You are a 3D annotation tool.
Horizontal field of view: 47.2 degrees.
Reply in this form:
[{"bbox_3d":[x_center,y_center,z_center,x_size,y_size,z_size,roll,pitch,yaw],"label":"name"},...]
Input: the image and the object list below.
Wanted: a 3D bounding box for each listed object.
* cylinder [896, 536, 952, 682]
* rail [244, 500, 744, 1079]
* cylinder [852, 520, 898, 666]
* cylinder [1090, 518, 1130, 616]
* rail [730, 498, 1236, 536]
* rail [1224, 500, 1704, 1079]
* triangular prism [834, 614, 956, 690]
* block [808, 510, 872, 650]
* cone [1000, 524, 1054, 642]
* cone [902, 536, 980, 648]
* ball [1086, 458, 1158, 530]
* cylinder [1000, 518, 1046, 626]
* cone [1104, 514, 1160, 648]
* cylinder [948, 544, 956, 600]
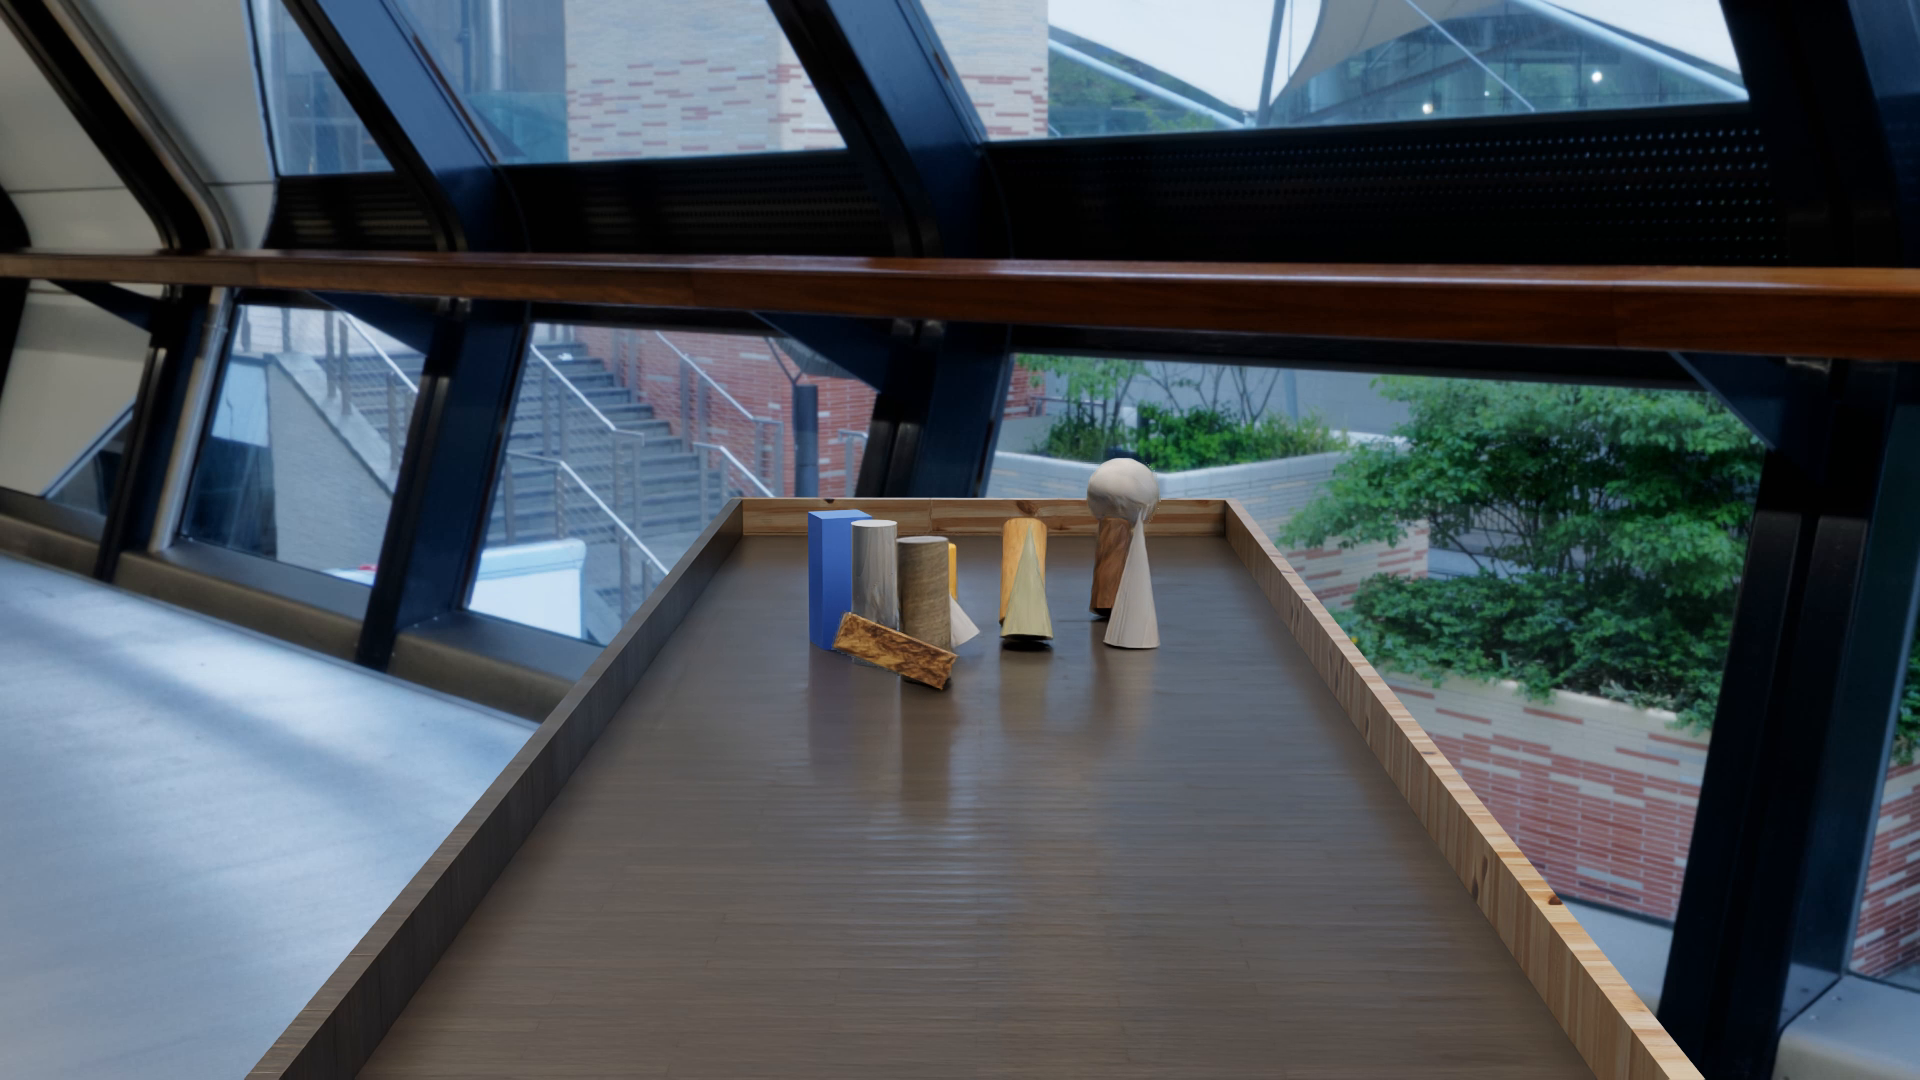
[{"bbox_3d":[-0.105,0.201,6.425,0.152,0.407,0.152,-2,7,0],"label":"cylinder"},{"bbox_3d":[-1.004,0.839,3.234,0.050,0.150,12.000,0,9,1],"label":"rail"},{"bbox_3d":[-0.258,0.159,6.651,0.139,0.425,0.139,0,9,0],"label":"cylinder"},{"bbox_3d":[0.503,0.090,7.377,0.105,0.317,0.105,7,-16,2],"label":"cylinder"},{"bbox_3d":[0.099,-0.098,9.147,2.100,0.150,0.050,0,9,1],"label":"rail"},{"bbox_3d":[1.046,0.843,3.208,0.050,0.150,12.000,0,9,1],"label":"rail"},{"bbox_3d":[-0.178,0.294,6.274,0.333,0.120,0.104,22,-36,-7],"label":"triangular prism"},{"bbox_3d":[-0.376,0.123,6.917,0.162,0.413,0.162,-3,10,-19],"label":"block"},{"bbox_3d":[0.216,0.123,6.929,0.171,0.373,0.171,2,-9,0],"label":"cone"},{"bbox_3d":[-0.091,0.153,6.771,0.155,0.368,0.155,-27,4,2],"label":"cone"},{"bbox_3d":[0.568,-0.161,7.687,0.253,0.253,0.253,0,9,0],"label":"ball"},{"bbox_3d":[0.206,0.113,7.143,0.143,0.345,0.143,2,-28,1],"label":"cylinder"},{"bbox_3d":[0.553,0.114,6.907,0.179,0.423,0.179,3,8,0],"label":"cone"},{"bbox_3d":[-0.095,0.169,6.970,0.165,0.304,0.165,0,9,0],"label":"cylinder"}]
